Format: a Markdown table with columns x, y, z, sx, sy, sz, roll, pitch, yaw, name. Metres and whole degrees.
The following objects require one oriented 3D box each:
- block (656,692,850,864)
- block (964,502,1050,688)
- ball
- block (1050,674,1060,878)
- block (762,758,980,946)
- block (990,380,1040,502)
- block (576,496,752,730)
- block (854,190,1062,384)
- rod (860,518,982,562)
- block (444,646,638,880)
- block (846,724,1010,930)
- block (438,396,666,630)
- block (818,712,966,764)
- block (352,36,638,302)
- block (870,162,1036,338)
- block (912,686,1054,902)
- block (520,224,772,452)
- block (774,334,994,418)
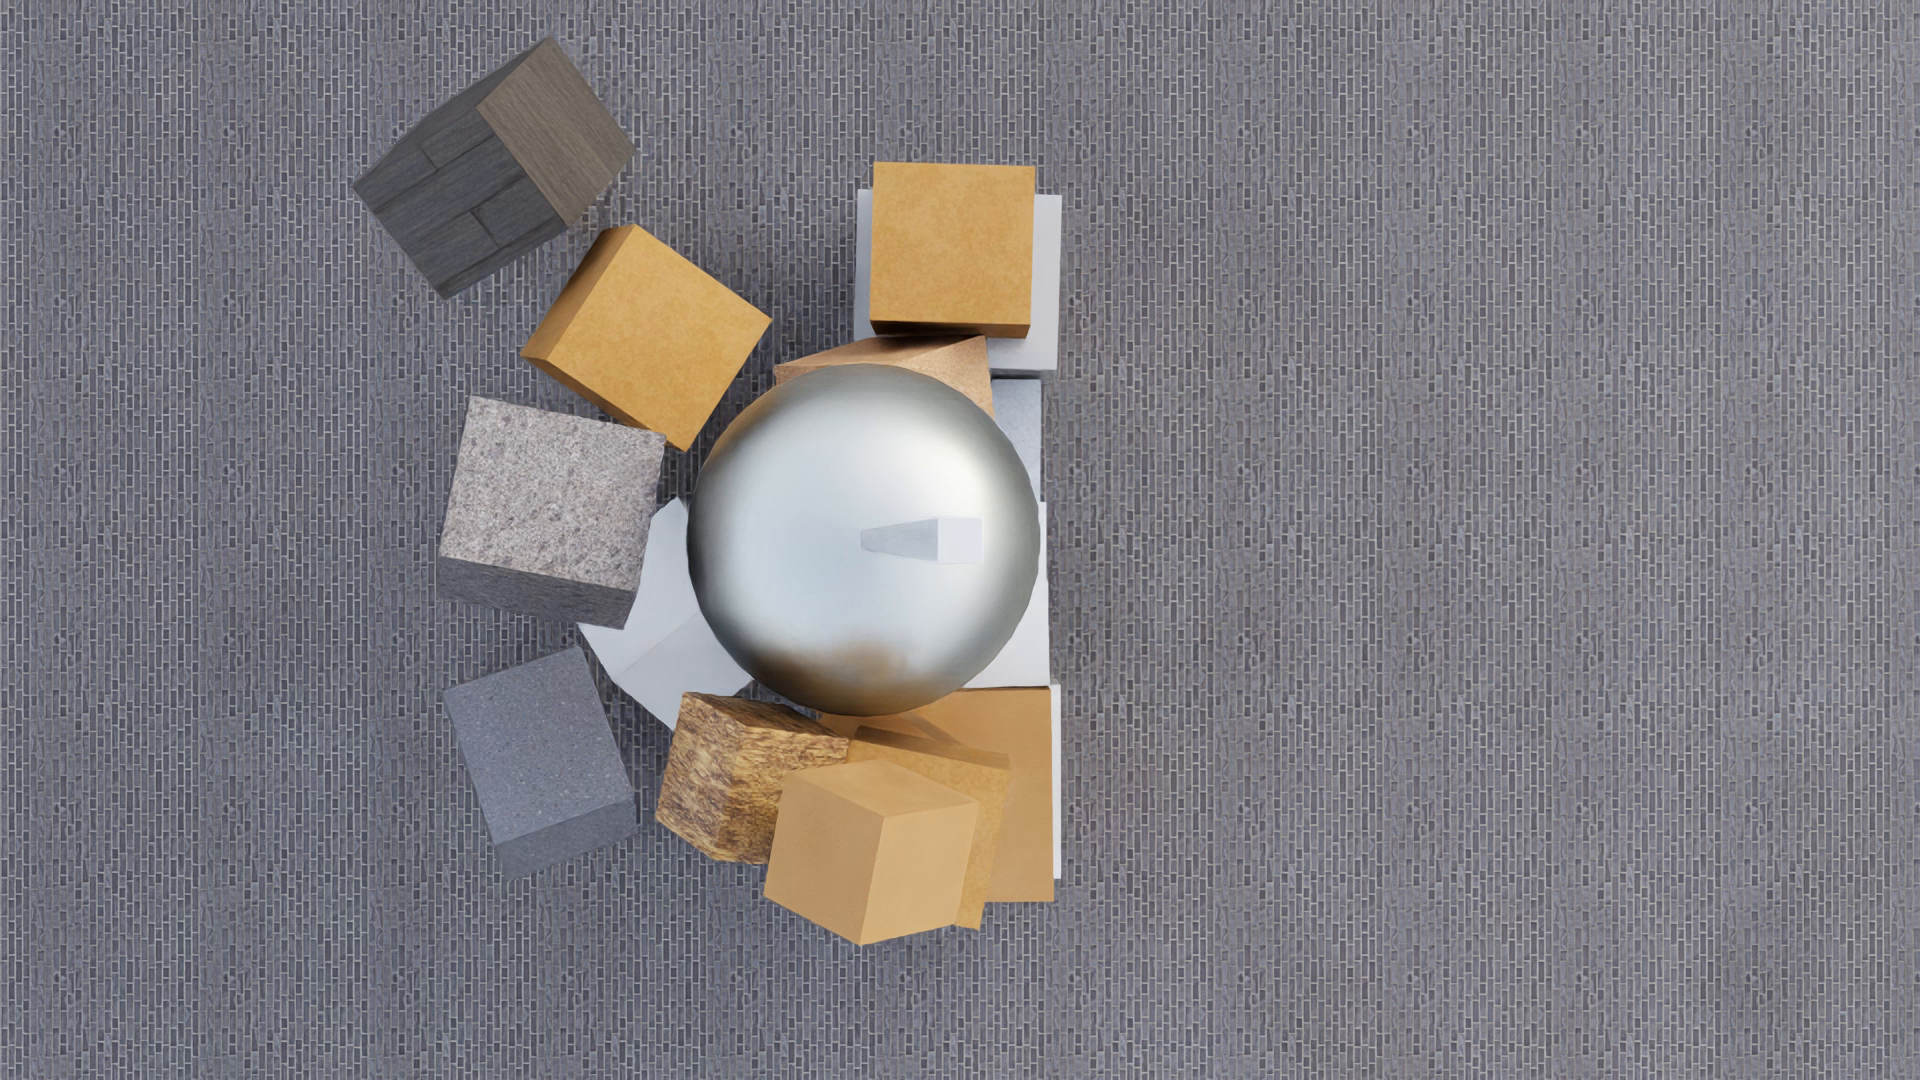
| x | y | z | sx | sy | sz | roll | pitch | yaw | name |
| --- | --- | --- | --- | --- | --- | --- | --- | --- | --- |
| -0.928 | 1.061 | 9.753 | 0.522 | 0.624 | 0.593 | 11 | 95 | -33 | block |
| -0.006 | 0.287 | 11.705 | 0.908 | 0.935 | 0.936 | -1 | 90 | 0 | block |
| -0.432 | 0.000 | 9.923 | 1.600 | 1.600 | 1.600 | 0 | 90 | 0 | ball |
| -0.010 | 1.322 | 12.509 | 1.122 | 0.983 | 1.057 | 0 | 90 | 0 | block |
| -0.371 | 1.293 | 9.216 | 0.564 | 0.601 | 0.549 | 19 | 103 | 38 | block |
| 0.020 | -0.445 | 12.634 | 0.862 | 0.732 | 0.902 | 0 | 90 | 0 | block |
| -1.563 | 0.432 | 12.238 | 0.847 | 0.779 | 0.730 | -39 | 54 | 0 | block |
| -0.014 | -1.404 | 12.427 | 1.100 | 1.146 | 0.941 | 2 | 90 | 0 | block |
| -0.187 | 0.000 | 6.531 | 0.080 | 5.200 | 0.080 | 0 | 90 | -4 | rod |
| -2.196 | 1.185 | 11.601 | 0.732 | 0.880 | 0.851 | -19 | 73 | -13 | block |
| -0.194 | 1.292 | 10.009 | 0.715 | 0.688 | 0.713 | 11 | 91 | 0 | block |
| -1.930 | -0.104 | 10.358 | 0.894 | 0.937 | 0.753 | 11 | 75 | -10 | block |
| -0.425 | 1.140 | 10.700 | 0.715 | 0.689 | 0.674 | 33 | 90 | 0 | block |
| -2.447 | -1.968 | 11.646 | 0.949 | 0.915 | 0.751 | -23 | 115 | 31 | block |
| -0.039 | -1.494 | 11.461 | 0.812 | 0.787 | 0.798 | 2 | 90 | 0 | block |
| -0.020 | 1.291 | 11.532 | 0.970 | 0.971 | 1.062 | -1 | 90 | 0 | block |
| -1.655 | -1.057 | 11.498 | 0.842 | 0.916 | 0.813 | 34 | 84 | -19 | block |
| -0.363 | -0.607 | 11.368 | 0.749 | 0.825 | 0.760 | 2 | 106 | 34 | block |
